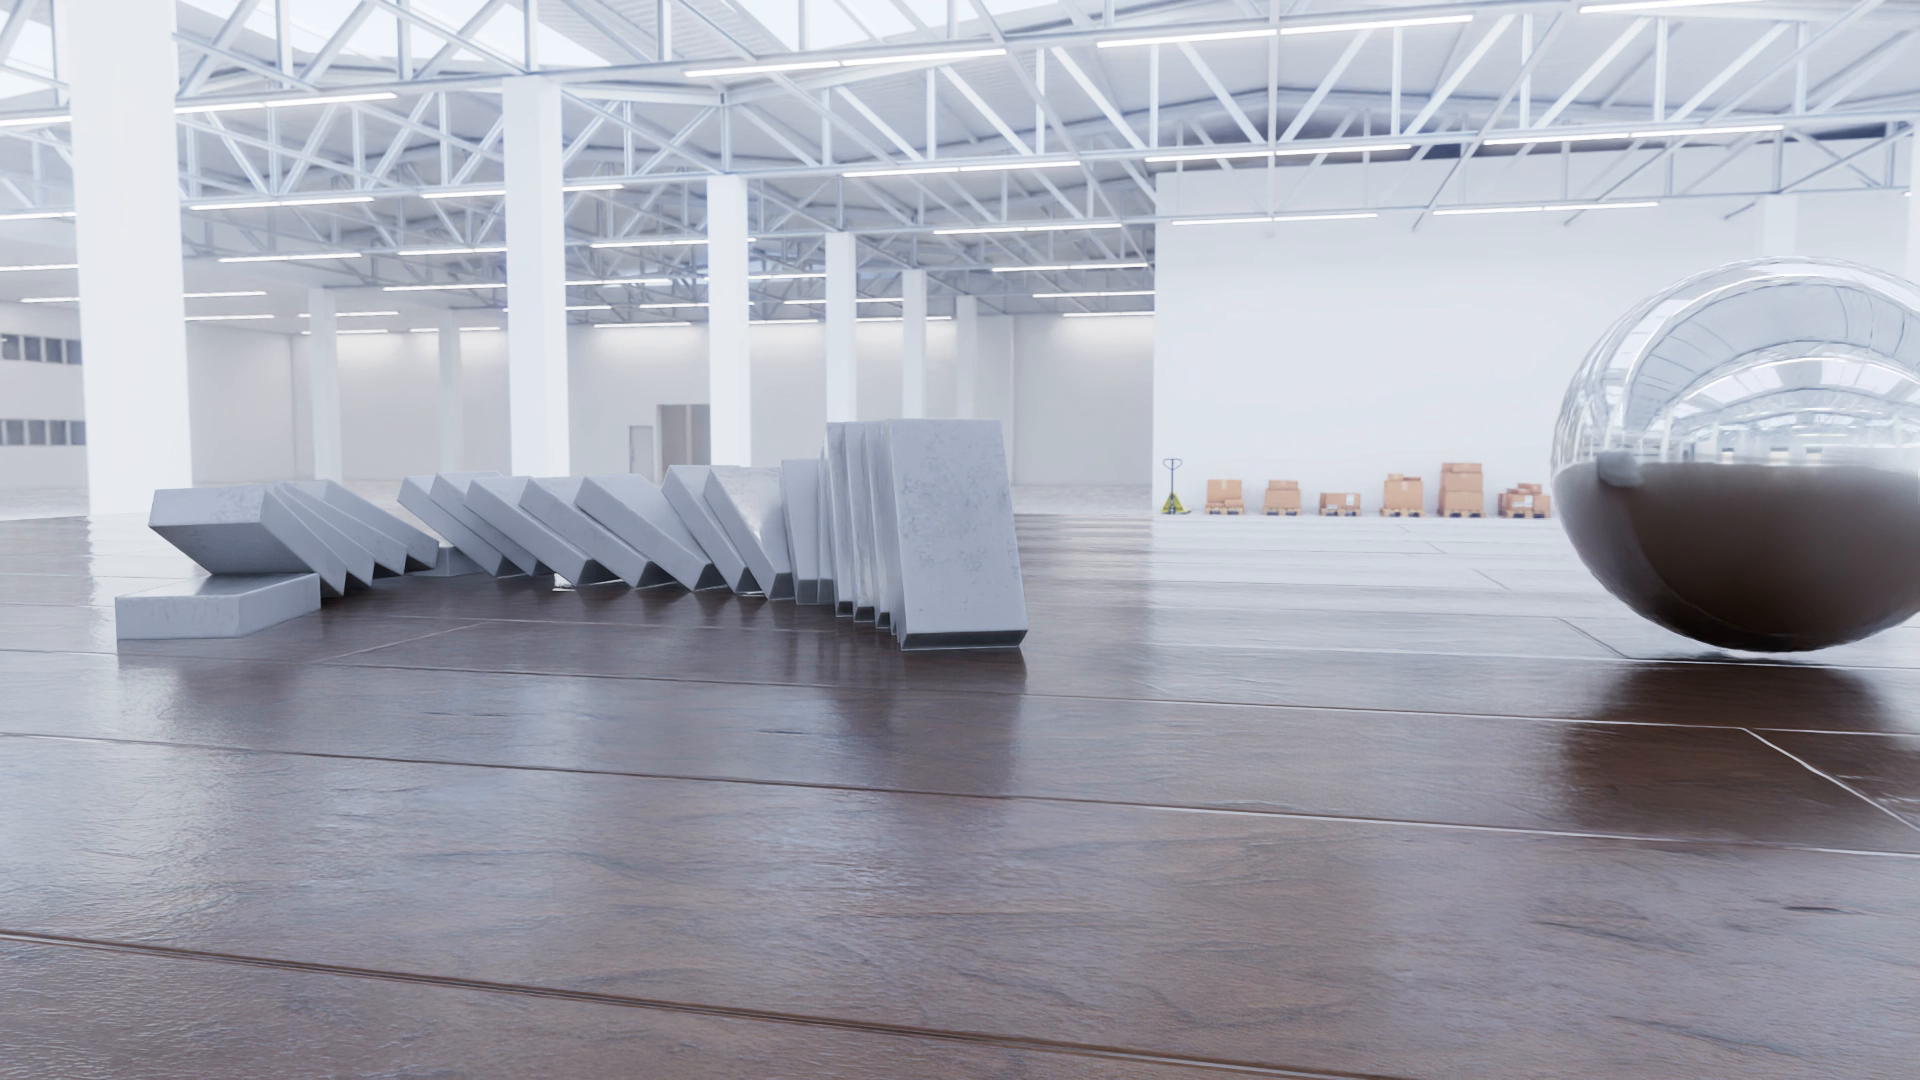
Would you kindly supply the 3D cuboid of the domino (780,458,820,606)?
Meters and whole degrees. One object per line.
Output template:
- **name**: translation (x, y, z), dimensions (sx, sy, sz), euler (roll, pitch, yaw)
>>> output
- **domino**: translation (-0.035, -0.003, 0.356), dimensions (0.025, 0.010, 0.050), euler (-1, 42, -14)

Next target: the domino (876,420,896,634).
- **domino**: translation (-0.005, -0.004, 0.295), dimensions (0.025, 0.050, 0.009), euler (-1, -26, -12)

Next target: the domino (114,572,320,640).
- **domino**: translation (-0.174, 0.015, 0.304), dimensions (0.025, 0.010, 0.050), euler (-1, 4, -8)

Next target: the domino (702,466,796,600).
- **domino**: translation (-0.053, -0.003, 0.370), dimensions (0.025, 0.010, 0.050), euler (-3, 39, -36)

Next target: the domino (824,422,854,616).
- **domino**: translation (-0.020, -0.006, 0.326), dimensions (0.025, 0.050, 0.010), euler (-1, -26, -12)

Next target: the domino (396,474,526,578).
- **domino**: translation (-0.160, -0.005, 0.426), dimensions (0.050, 0.010, 0.025), euler (33, 17, 22)

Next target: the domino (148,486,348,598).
- **domino**: translation (-0.178, 0.002, 0.324), dimensions (0.025, 0.010, 0.050), euler (-2, -23, -4)

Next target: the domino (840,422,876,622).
- **domino**: translation (-0.015, -0.005, 0.315), dimensions (0.025, 0.050, 0.010), euler (-1, -26, -12)

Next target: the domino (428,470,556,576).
- **domino**: translation (-0.145, -0.006, 0.416), dimensions (0.050, 0.010, 0.025), euler (32, 17, 21)

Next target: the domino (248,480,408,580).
- **domino**: translation (-0.186, -0.001, 0.367), dimensions (0.025, 0.010, 0.050), euler (-6, -23, 15)

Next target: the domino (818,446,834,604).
- **domino**: translation (-0.025, -0.004, 0.343), dimensions (0.025, 0.009, 0.050), euler (4, 45, -10)

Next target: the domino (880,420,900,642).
- **domino**: translation (-0.003, -0.003, 0.284), dimensions (0.025, 0.050, 0.010), euler (-1, -26, -12)

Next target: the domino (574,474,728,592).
- **domino**: translation (-0.090, -0.003, 0.388), dimensions (0.050, 0.009, 0.025), euler (34, 17, 19)

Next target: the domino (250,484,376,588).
- **domino**: translation (-0.183, 0.000, 0.346), dimensions (0.025, 0.010, 0.050), euler (-4, -23, 4)

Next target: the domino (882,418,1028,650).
- **domino**: translation (-0.002, -0.002, 0.274), dimensions (0.025, 0.050, 0.009), euler (-1, -26, -12)

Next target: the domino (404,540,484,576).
- **domino**: translation (-0.185, 0.006, 0.430), dimensions (0.050, 0.010, 0.025), euler (1, 4, 15)

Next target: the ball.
- **ball**: translation (0.164, -0.017, 0.260), dimensions (0.080, 0.080, 0.080), euler (0, 4, 0)

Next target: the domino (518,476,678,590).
- **domino**: translation (-0.108, -0.003, 0.395), dimensions (0.050, 0.010, 0.025), euler (32, 16, 19)

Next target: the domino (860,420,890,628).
- **domino**: translation (-0.009, -0.004, 0.306), dimensions (0.025, 0.050, 0.009), euler (-1, -26, -12)

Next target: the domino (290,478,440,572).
- **domino**: translation (-0.185, -0.003, 0.389), dimensions (0.025, 0.010, 0.050), euler (-6, -23, 15)

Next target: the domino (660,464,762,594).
- **domino**: translation (-0.066, -0.004, 0.383), dimensions (0.025, 0.010, 0.050), euler (-3, 39, -42)

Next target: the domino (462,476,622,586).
- **domino**: translation (-0.127, -0.004, 0.400), dimensions (0.050, 0.010, 0.025), euler (32, 17, 19)
